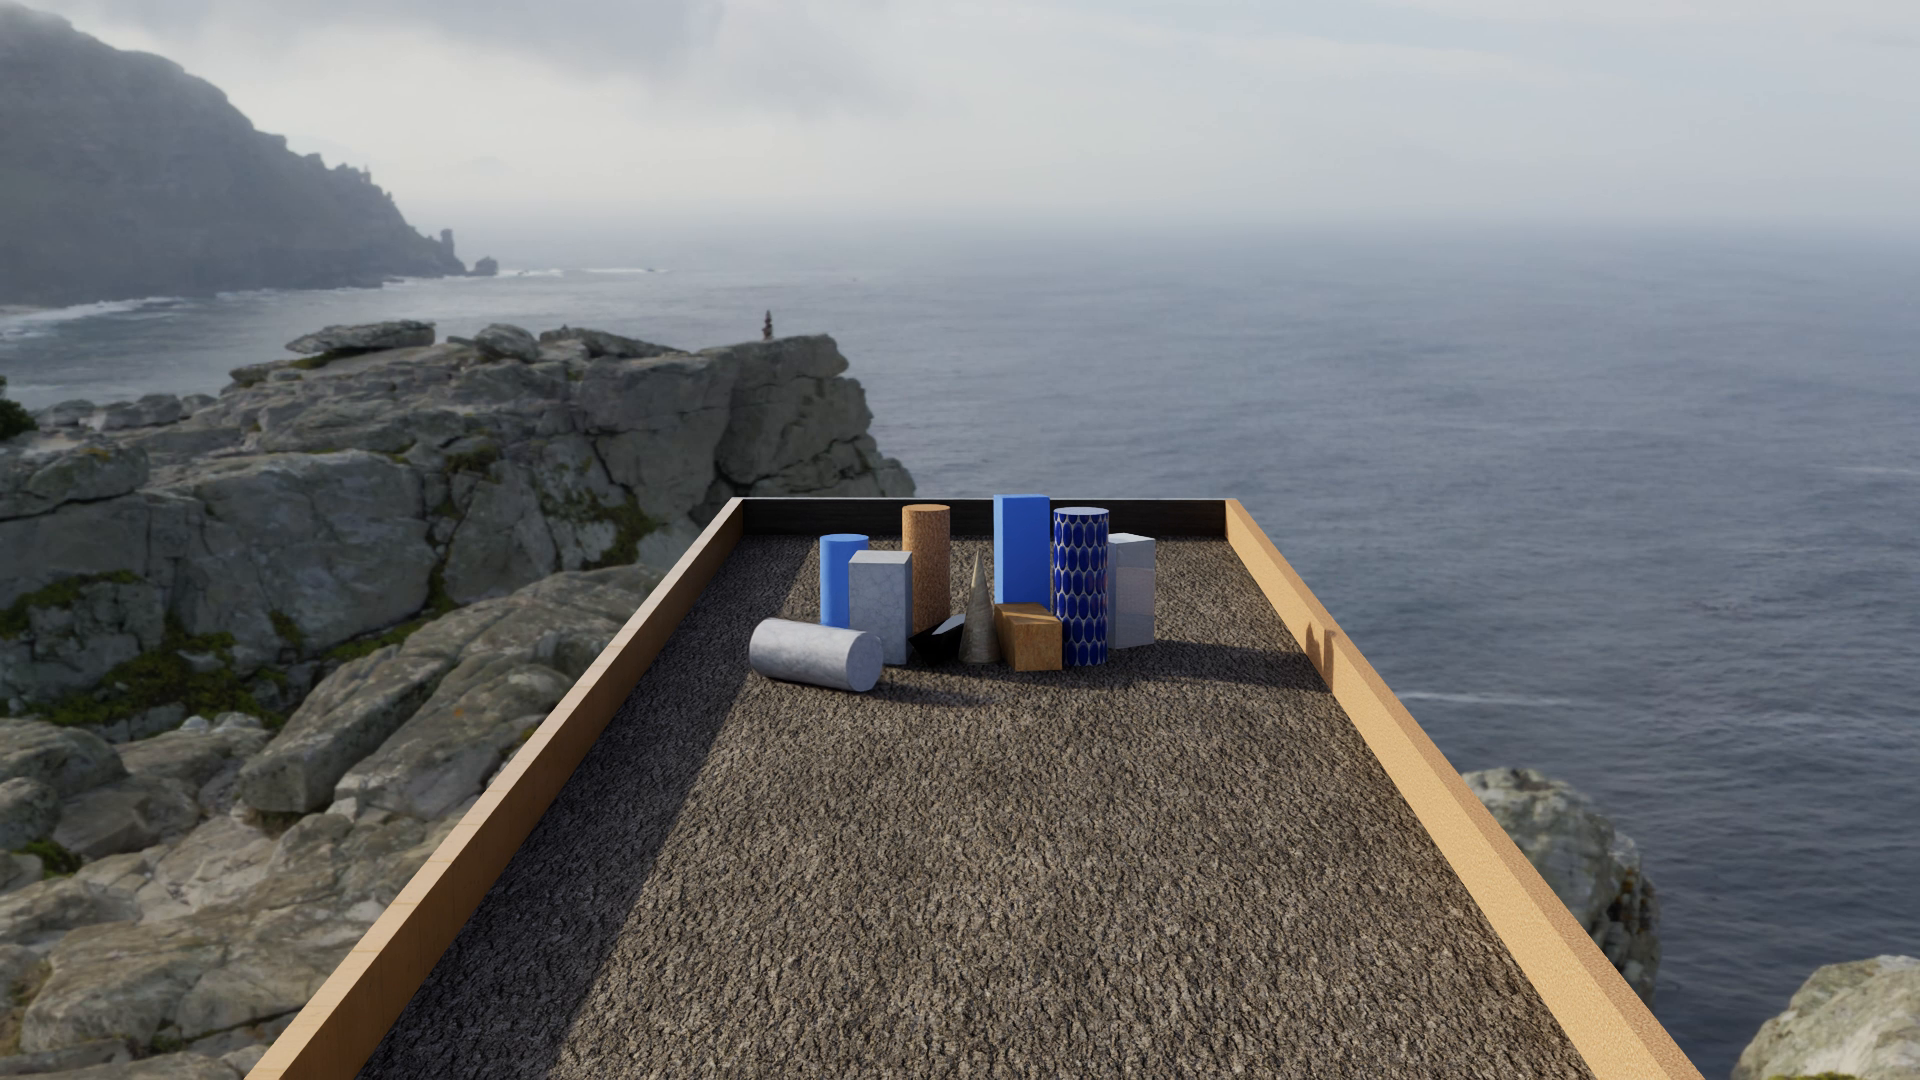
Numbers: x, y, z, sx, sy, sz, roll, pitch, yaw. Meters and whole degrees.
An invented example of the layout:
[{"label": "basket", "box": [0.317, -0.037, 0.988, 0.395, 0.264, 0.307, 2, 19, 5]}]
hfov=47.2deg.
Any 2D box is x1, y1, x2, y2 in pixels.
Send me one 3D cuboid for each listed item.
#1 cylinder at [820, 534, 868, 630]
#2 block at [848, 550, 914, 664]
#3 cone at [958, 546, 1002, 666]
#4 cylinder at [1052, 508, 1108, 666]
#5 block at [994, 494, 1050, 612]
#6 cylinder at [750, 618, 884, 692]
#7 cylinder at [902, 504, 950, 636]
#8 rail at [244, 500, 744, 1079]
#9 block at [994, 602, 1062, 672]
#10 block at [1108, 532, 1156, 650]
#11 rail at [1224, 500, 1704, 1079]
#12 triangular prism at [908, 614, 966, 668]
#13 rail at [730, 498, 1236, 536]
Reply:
[{"label": "cylinder", "box": [-0.364, 0.158, 6.944, 0.154, 0.335, 0.154, 0, 9, 0]}, {"label": "block", "box": [-0.239, 0.204, 6.698, 0.170, 0.312, 0.170, 1, 12, 6]}, {"label": "cone", "box": [0.059, 0.190, 6.668, 0.140, 0.355, 0.140, -1, 9, 0]}, {"label": "cylinder", "box": [0.366, 0.139, 6.665, 0.167, 0.459, 0.167, 0, 9, 0]}, {"label": "block", "box": [0.196, 0.090, 6.948, 0.150, 0.460, 0.150, -1, 6, -9]}, {"label": "cylinder", "box": [-0.417, 0.331, 6.371, 0.362, 0.172, 0.172, 7, 11, 36]}, {"label": "cylinder", "box": [-0.105, 0.113, 6.910, 0.149, 0.434, 0.149, 0, 9, 0]}, {"label": "rail", "box": [-1.004, 0.839, 3.234, 0.050, 0.150, 12.000, 0, 9, 1]}, {"label": "block", "box": [0.205, 0.293, 6.711, 0.142, 0.142, 0.345, -2, 9, -10]}, {"label": "block", "box": [0.504, 0.159, 6.938, 0.156, 0.334, 0.156, -6, 11, -34]}, {"label": "rail", "box": [1.046, 0.843, 3.208, 0.050, 0.150, 12.000, 0, 9, 1]}, {"label": "triangular prism", "box": [-0.017, 0.283, 6.753, 0.097, 0.112, 0.385, -41, -7, 22]}, {"label": "rail", "box": [0.099, -0.098, 9.147, 2.100, 0.150, 0.050, 0, 9, 1]}]
